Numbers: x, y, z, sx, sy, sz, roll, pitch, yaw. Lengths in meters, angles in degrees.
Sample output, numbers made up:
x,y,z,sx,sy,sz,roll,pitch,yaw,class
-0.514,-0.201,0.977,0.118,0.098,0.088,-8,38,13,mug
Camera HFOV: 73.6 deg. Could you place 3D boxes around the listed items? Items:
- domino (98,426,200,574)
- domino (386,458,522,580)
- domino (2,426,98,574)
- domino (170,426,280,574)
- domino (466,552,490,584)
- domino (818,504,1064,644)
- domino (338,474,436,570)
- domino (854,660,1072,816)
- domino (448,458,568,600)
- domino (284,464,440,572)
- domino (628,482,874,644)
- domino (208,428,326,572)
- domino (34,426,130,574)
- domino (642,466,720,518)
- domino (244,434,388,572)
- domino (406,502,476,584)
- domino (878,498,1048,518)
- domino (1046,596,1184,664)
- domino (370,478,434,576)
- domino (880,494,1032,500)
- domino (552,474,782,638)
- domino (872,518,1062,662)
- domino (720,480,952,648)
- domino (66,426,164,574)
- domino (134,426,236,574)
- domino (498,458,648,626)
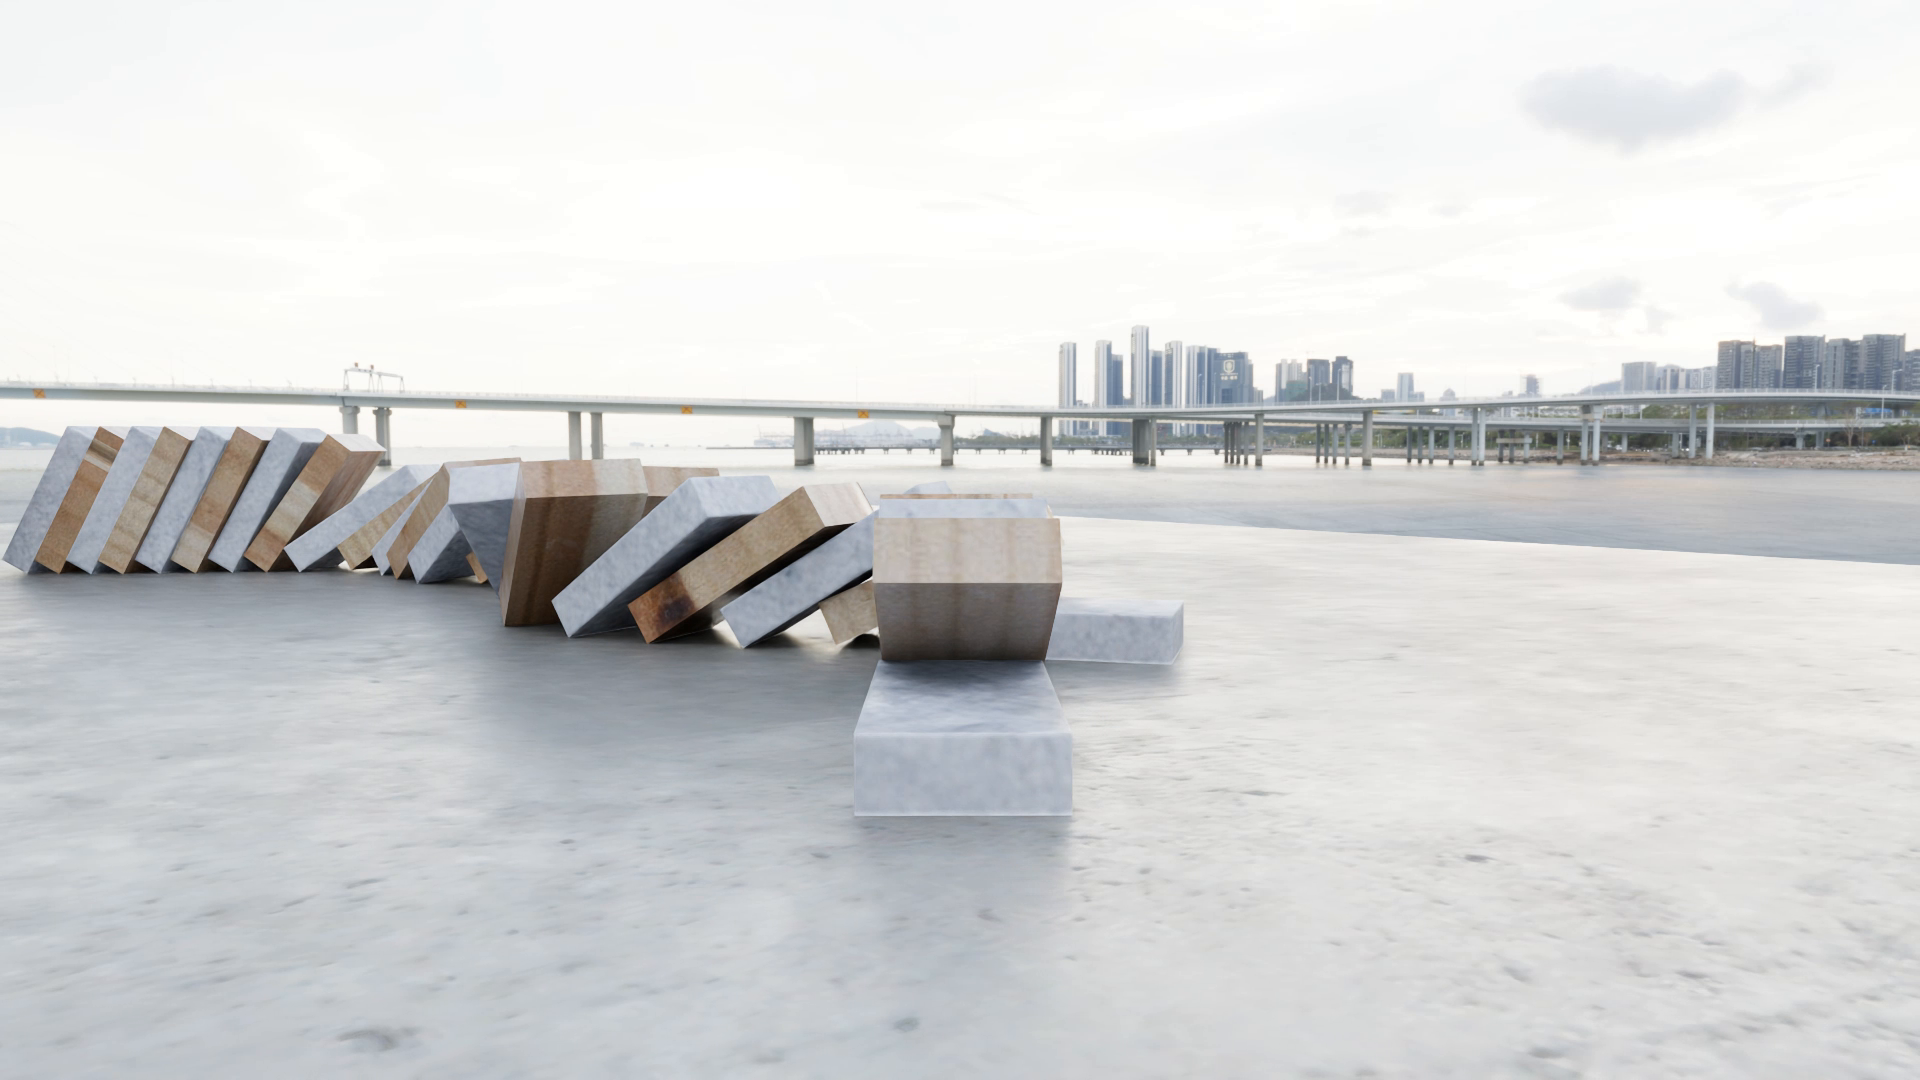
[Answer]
x,y,z,sx,sy,sz,roll,pitch,yaw,class
-0.265,-0.014,0.429,0.009,0.050,0.025,29,5,0,domino
-0.156,-0.007,0.398,0.025,0.009,0.050,-10,-26,-50,domino
-0.298,-0.014,0.431,0.009,0.050,0.025,29,5,0,domino
-0.243,-0.014,0.433,0.009,0.050,0.025,29,5,0,domino
-0.121,-0.005,0.387,0.050,0.010,0.025,-33,-7,14,domino
-0.003,0.007,0.274,0.050,0.009,0.025,-24,-2,9,domino
-0.180,-0.008,0.430,0.050,0.009,0.025,-34,-4,9,domino
0.000,0.025,0.172,0.025,0.009,0.050,0,4,0,domino
-0.100,0.000,0.302,0.025,0.009,0.050,-6,-31,-6,domino
-0.200,-0.008,0.435,0.050,0.009,0.025,-33,2,3,domino
-0.044,0.005,0.277,0.050,0.010,0.025,-32,-8,21,domino
-0.232,-0.014,0.435,0.010,0.050,0.025,30,5,-1,domino
-0.287,-0.014,0.431,0.009,0.050,0.025,29,5,0,domino
-0.089,-0.003,0.364,0.025,0.010,0.050,-1,-30,-41,domino
-0.218,-0.013,0.435,0.009,0.050,0.025,37,5,-1,domino
-0.144,-0.005,0.386,0.025,0.010,0.050,-10,-23,-50,domino
0.000,0.010,0.212,0.025,0.010,0.050,0,-27,-1,domino
0.020,0.018,0.266,0.050,0.009,0.025,1,4,15,domino
-0.166,-0.007,0.415,0.050,0.010,0.025,-39,-16,28,domino
-0.001,0.008,0.230,0.025,0.009,0.050,0,-27,0,domino
-0.064,0.004,0.282,0.050,0.009,0.025,-36,-15,28,domino
0.001,0.012,0.193,0.025,0.009,0.050,0,-25,-1,domino
-0.024,0.005,0.274,0.050,0.010,0.025,-32,-3,13,domino
-0.276,-0.014,0.430,0.009,0.050,0.025,29,5,0,domino
-0.254,-0.014,0.431,0.009,0.050,0.025,29,5,0,domino
-0.088,0.001,0.288,0.025,0.010,0.050,-4,-34,-28,domino
